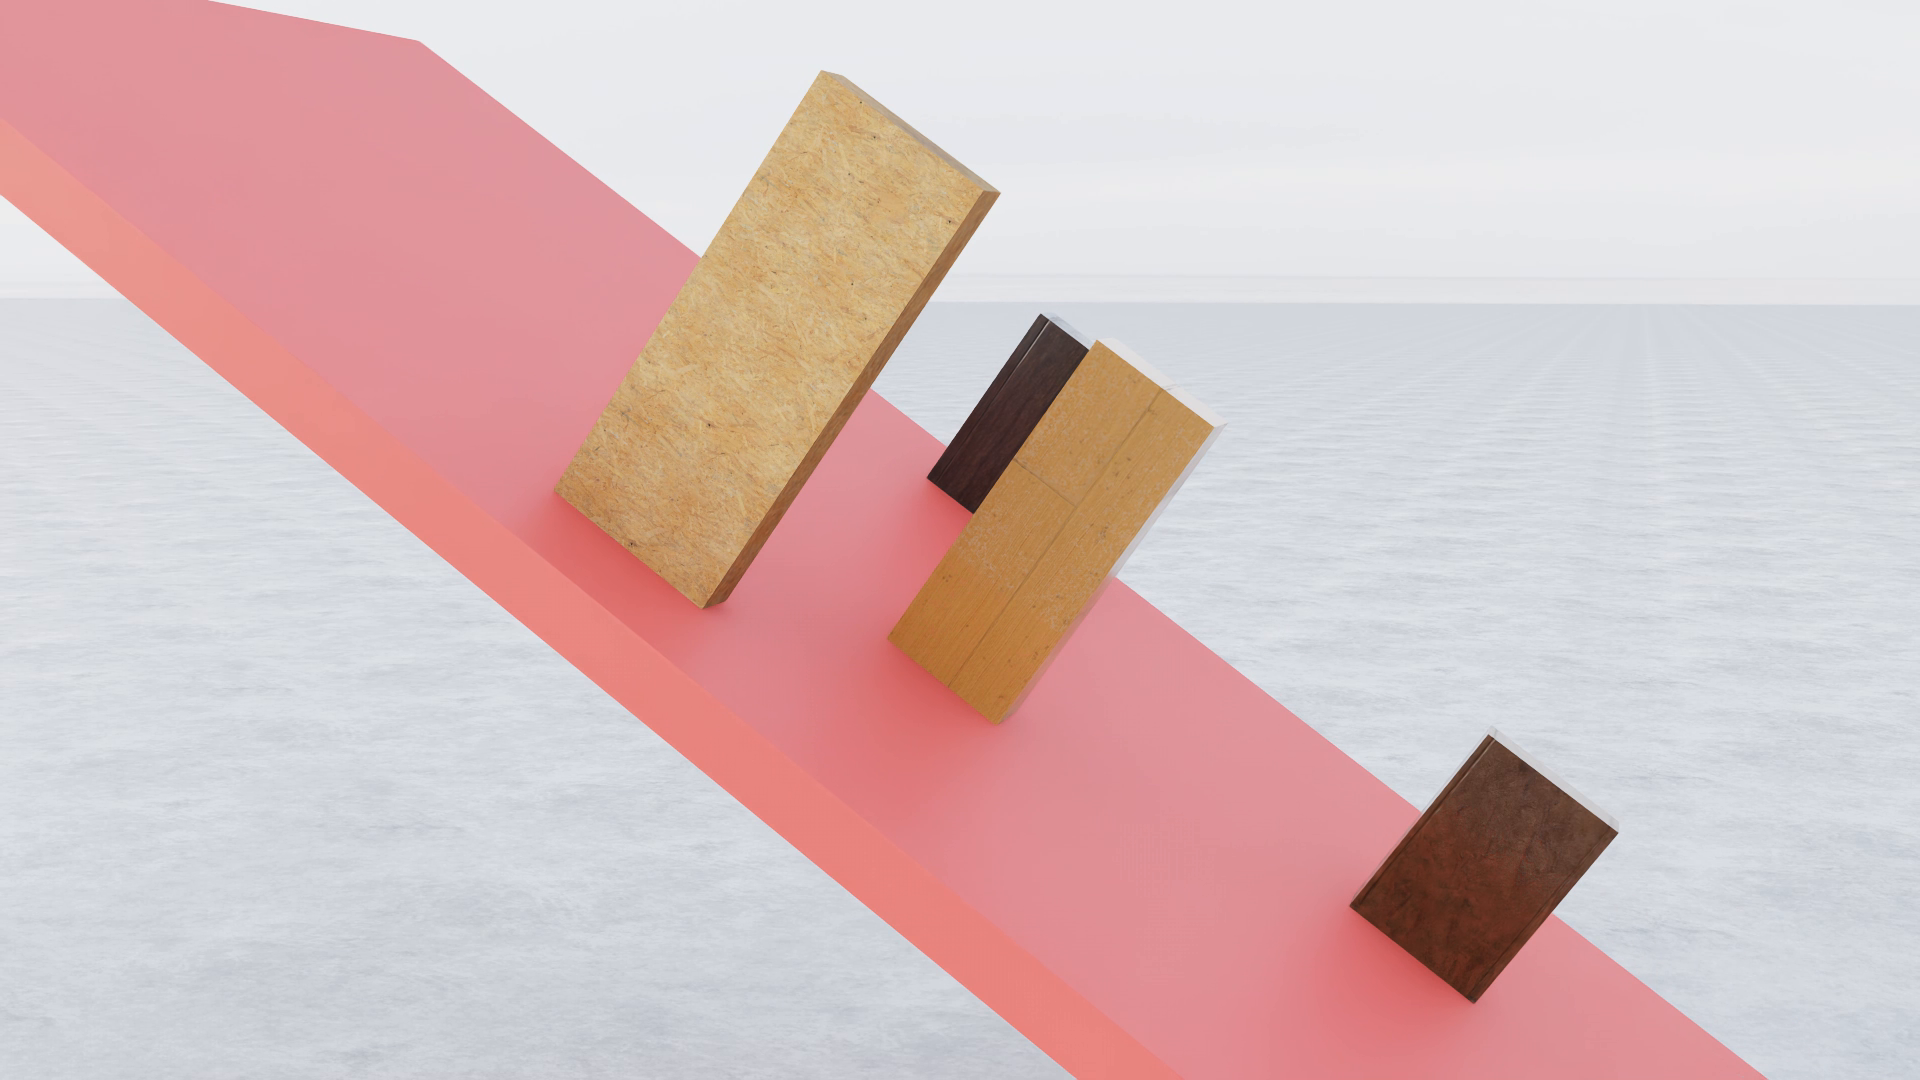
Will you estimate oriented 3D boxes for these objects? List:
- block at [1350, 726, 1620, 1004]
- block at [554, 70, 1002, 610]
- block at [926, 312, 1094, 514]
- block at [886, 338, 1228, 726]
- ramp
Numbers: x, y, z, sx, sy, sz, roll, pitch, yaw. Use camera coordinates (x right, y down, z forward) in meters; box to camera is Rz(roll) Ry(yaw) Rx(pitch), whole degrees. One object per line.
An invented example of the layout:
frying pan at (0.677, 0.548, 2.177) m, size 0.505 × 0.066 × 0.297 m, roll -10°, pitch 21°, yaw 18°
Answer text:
block at (0.943, 0.585, 3.965) m, size 0.279 × 0.410 × 0.082 m, roll 38°, pitch 16°, yaw 10°
block at (-0.285, -0.295, 3.329) m, size 0.304 × 0.772 × 0.094 m, roll 38°, pitch 16°, yaw 10°
block at (0.187, -0.216, 4.709) m, size 0.316 × 0.436 × 0.105 m, roll 38°, pitch 16°, yaw 10°
block at (0.160, -0.014, 3.697) m, size 0.240 × 0.627 × 0.123 m, roll 38°, pitch 16°, yaw 10°
ramp at (-0.081, 0.149, 4.077) m, size 4.000 × 0.100 × 2.000 m, roll 38°, pitch 16°, yaw 10°
